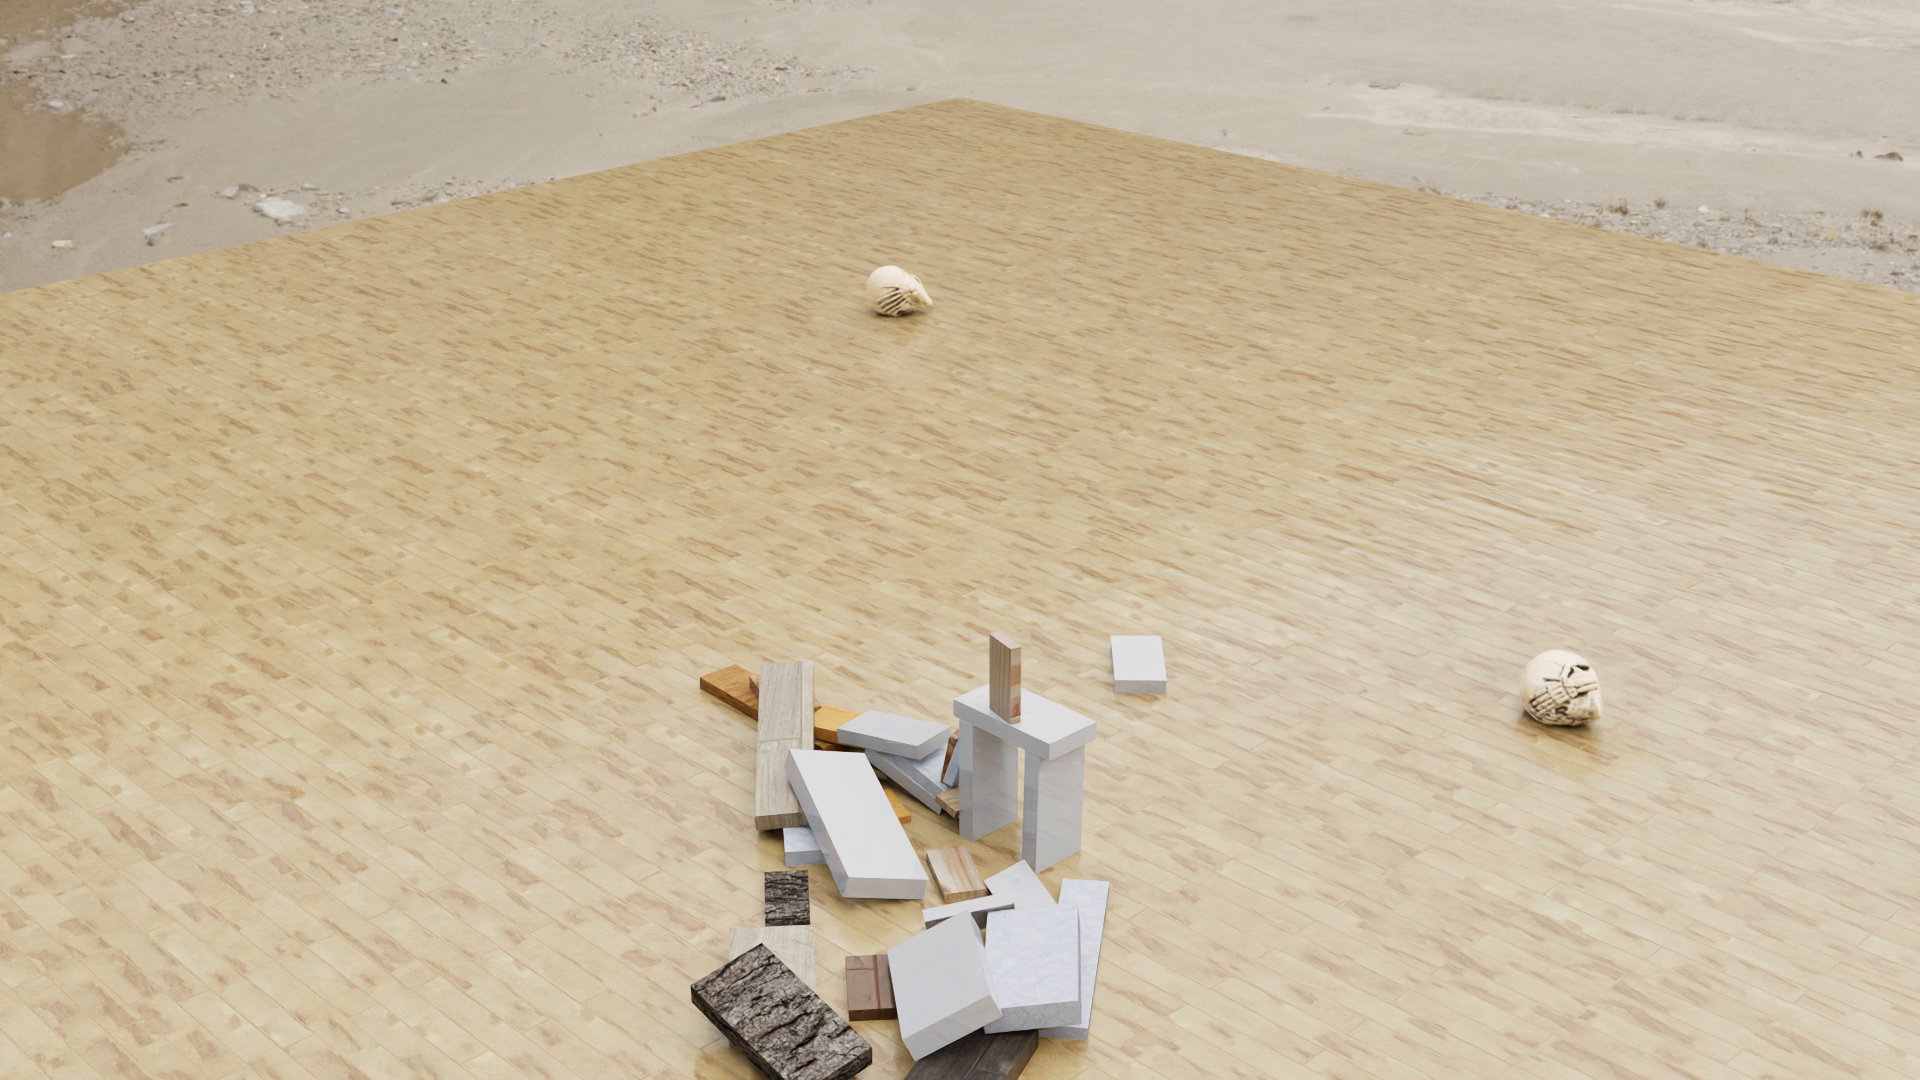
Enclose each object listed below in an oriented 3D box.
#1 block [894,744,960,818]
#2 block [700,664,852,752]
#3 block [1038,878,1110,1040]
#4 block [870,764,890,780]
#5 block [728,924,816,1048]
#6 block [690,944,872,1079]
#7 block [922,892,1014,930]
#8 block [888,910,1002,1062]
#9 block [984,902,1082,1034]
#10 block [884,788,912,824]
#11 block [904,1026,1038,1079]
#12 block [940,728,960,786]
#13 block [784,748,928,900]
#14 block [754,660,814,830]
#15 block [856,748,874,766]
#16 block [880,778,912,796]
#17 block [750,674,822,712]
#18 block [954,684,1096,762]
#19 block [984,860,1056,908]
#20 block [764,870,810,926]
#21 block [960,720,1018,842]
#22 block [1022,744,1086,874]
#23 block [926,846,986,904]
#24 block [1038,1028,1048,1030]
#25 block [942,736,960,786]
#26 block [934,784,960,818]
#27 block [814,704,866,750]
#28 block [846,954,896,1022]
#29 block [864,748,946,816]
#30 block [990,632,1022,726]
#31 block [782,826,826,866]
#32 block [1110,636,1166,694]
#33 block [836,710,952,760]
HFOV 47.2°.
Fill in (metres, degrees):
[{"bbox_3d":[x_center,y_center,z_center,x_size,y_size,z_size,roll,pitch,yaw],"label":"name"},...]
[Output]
[{"bbox_3d":[-0.021,0.485,4.478,0.109,0.031,0.218,-21,46,-42],"label":"block"},{"bbox_3d":[-0.402,0.375,4.841,0.100,0.028,0.448,-19,30,-38],"label":"block"},{"bbox_3d":[0.207,0.748,3.965,0.088,0.025,0.472,3,23,7],"label":"block"},{"bbox_3d":[-0.163,0.474,4.589,0.052,0.015,0.104,-18,19,-34],"label":"block"},{"bbox_3d":[-0.329,0.781,3.865,0.151,0.043,0.302,-2,23,-5],"label":"block"},{"bbox_3d":[-0.302,0.813,3.692,0.151,0.043,0.302,-27,45,-33],"label":"block"},{"bbox_3d":[0.018,0.685,4.008,0.166,0.083,0.023,-11,56,-3],"label":"block"},{"bbox_3d":[-0.030,0.759,3.775,0.163,0.046,0.327,-28,17,2],"label":"block"},{"bbox_3d":[0.127,0.741,3.827,0.163,0.046,0.327,-7,20,5],"label":"block"},{"bbox_3d":[-0.148,0.544,4.458,0.059,0.017,0.117,-9,25,-21],"label":"block"},{"bbox_3d":[-0.062,0.948,3.472,0.151,0.043,0.656,9,25,20],"label":"block"},{"bbox_3d":[-0.008,0.432,4.427,0.017,0.117,0.058,26,34,23],"label":"block"},{"bbox_3d":[-0.207,0.550,4.287,0.163,0.046,0.422,6,27,-25],"label":"block"},{"bbox_3d":[-0.364,0.419,4.602,0.117,0.033,0.607,-5,26,-1],"label":"block"},{"bbox_3d":[-0.172,0.454,4.610,0.104,0.015,0.052,8,22,43],"label":"block"},{"bbox_3d":[-0.112,0.500,4.564,0.052,0.015,0.104,-20,30,-39],"label":"block"},{"bbox_3d":[-0.385,0.344,4.841,0.100,0.028,0.200,-9,25,-21],"label":"block"},{"bbox_3d":[0.124,0.344,4.238,0.130,0.037,0.259,-21,30,-40],"label":"block"},{"bbox_3d":[0.117,0.670,4.111,0.088,0.025,0.176,-27,29,-9],"label":"block"},{"bbox_3d":[-0.325,0.676,4.137,0.083,0.023,0.166,-2,23,-5],"label":"block"},{"bbox_3d":[0.057,0.456,4.355,0.037,0.259,0.130,21,31,40],"label":"block"},{"bbox_3d":[0.180,0.503,4.242,0.130,0.259,0.037,-21,32,-40],"label":"block"},{"bbox_3d":[-0.009,0.642,4.218,0.080,0.023,0.159,-5,24,-12],"label":"block"},{"bbox_3d":[0.126,0.787,3.816,0.088,0.025,0.176,-3,22,16],"label":"block"},{"bbox_3d":[0.025,0.390,4.406,0.023,0.207,0.080,26,17,23],"label":"block"},{"bbox_3d":[0.012,0.514,4.404,0.117,0.017,0.059,-21,46,-42],"label":"block"},{"bbox_3d":[-0.230,0.402,4.690,0.200,0.028,0.100,10,25,29],"label":"block"},{"bbox_3d":[-0.158,0.788,3.874,0.083,0.023,0.166,-2,23,-5],"label":"block"},{"bbox_3d":[-0.082,0.475,4.529,0.218,0.031,0.109,34,38,28],"label":"block"},{"bbox_3d":[0.086,0.262,4.180,0.023,0.159,0.080,-13,26,-27],"label":"block"},{"bbox_3d":[-0.294,0.571,4.373,0.117,0.033,0.233,-2,23,-6],"label":"block"},{"bbox_3d":[0.409,0.285,5.048,0.117,0.033,0.233,1,23,1],"label":"block"},{"bbox_3d":[-0.136,0.401,4.538,0.218,0.031,0.109,8,23,38],"label":"block"}]
